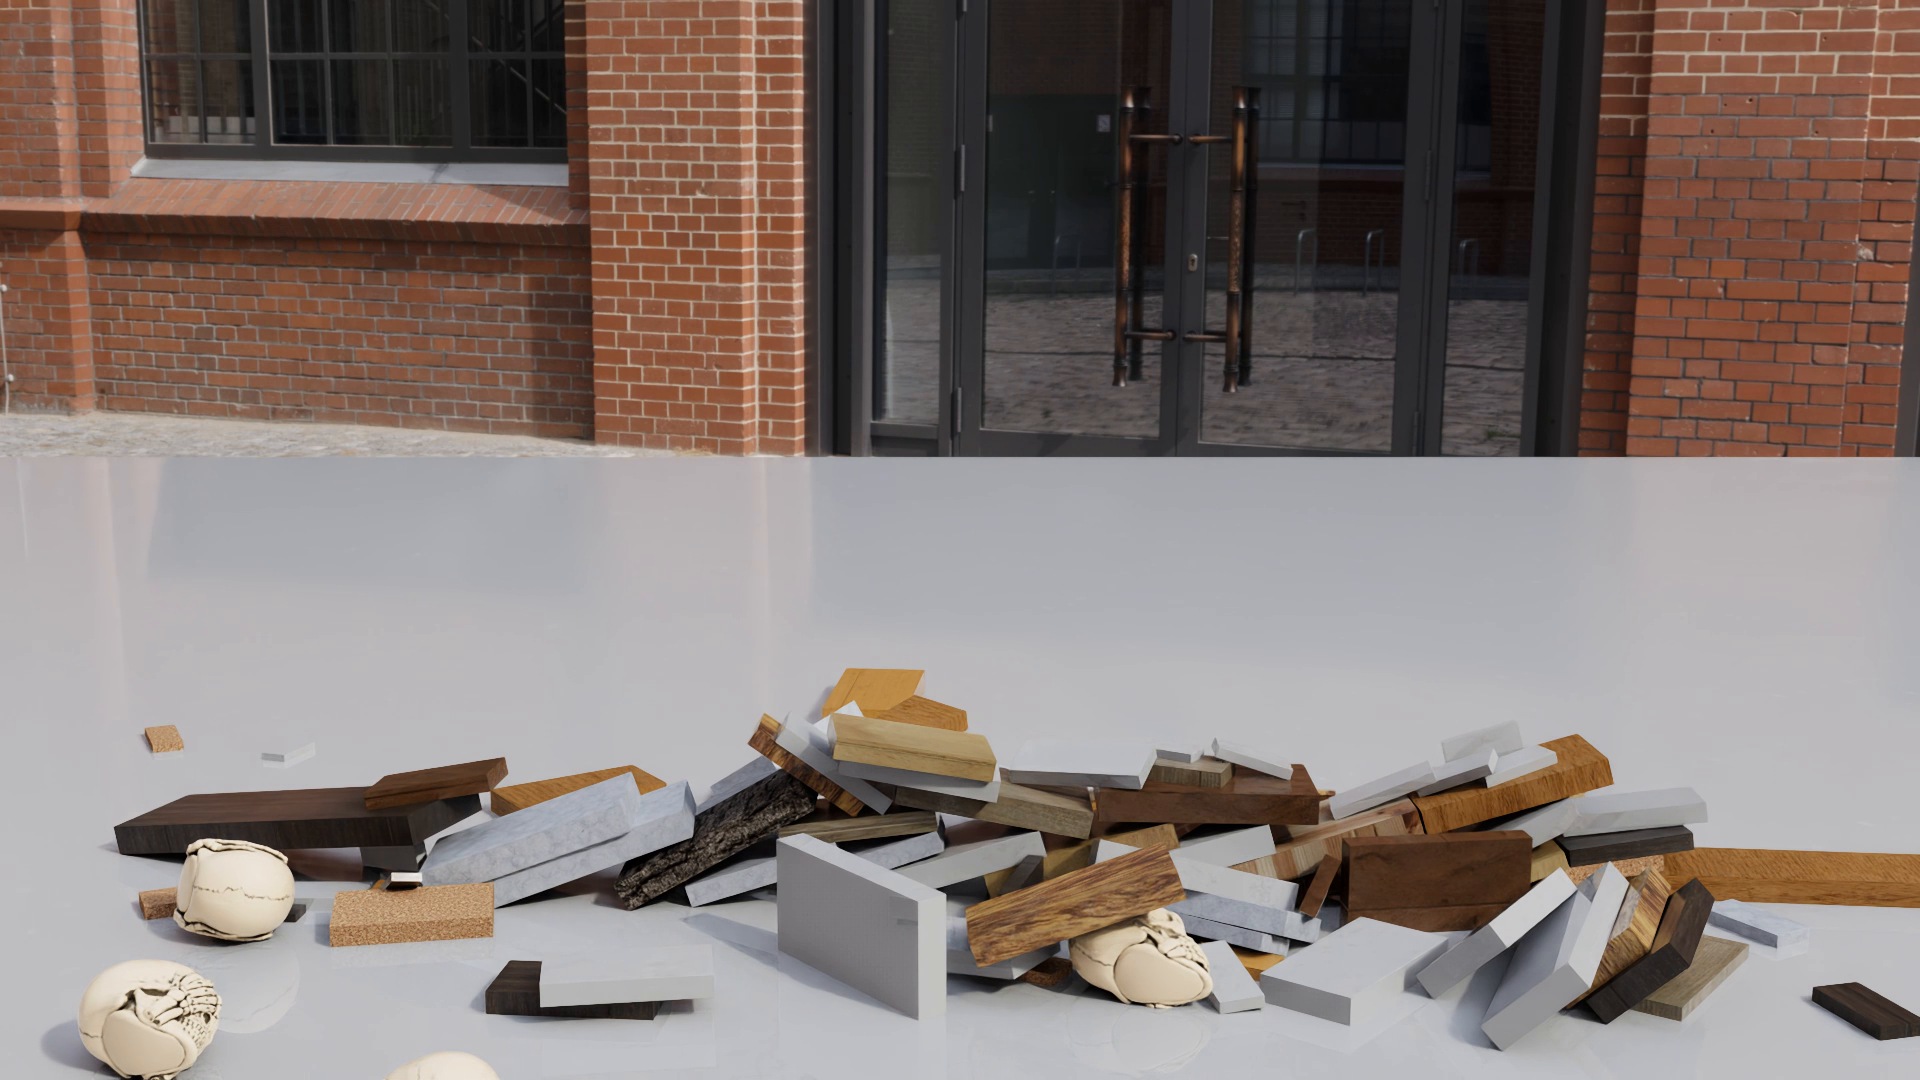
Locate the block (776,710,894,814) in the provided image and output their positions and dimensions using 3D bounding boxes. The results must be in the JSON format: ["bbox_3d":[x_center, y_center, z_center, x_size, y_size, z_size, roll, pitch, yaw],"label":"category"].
[{"bbox_3d":[-0.203,0.365,3.608,0.212,0.030,0.106,35,9,-6],"label":"block"}]

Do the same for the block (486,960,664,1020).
[{"bbox_3d":[-0.555,0.657,3.214,0.245,0.035,0.122,1,11,5],"label":"block"}]

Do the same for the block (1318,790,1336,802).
[{"bbox_3d":[0.550,0.479,3.796,0.191,0.095,0.027,1,11,7],"label":"block"}]

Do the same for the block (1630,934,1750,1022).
[{"bbox_3d":[1.092,0.651,3.283,0.075,0.021,0.310,8,13,36],"label":"block"}]

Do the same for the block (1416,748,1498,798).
[{"bbox_3d":[0.817,0.383,3.619,0.130,0.018,0.065,-23,9,28],"label":"block"}]

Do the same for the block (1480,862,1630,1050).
[{"bbox_3d":[0.876,0.601,3.218,0.158,0.045,0.460,-44,-9,24],"label":"block"}]

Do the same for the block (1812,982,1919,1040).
[{"bbox_3d":[1.302,0.675,3.154,0.075,0.021,0.150,-3,11,-15],"label":"block"}]

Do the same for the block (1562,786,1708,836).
[{"bbox_3d":[1.124,0.456,3.701,0.234,0.033,0.117,-7,6,7],"label":"block"}]

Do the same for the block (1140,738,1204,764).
[{"bbox_3d":[0.348,0.351,3.673,0.107,0.015,0.054,7,12,29],"label":"block"}]

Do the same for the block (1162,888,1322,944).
[{"bbox_3d":[0.414,0.582,3.461,0.273,0.039,0.136,7,-10,33],"label":"block"}]

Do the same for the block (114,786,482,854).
[{"bbox_3d":[-1.147,0.480,3.789,0.671,0.051,0.179,-6,10,27],"label":"block"}]

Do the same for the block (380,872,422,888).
[{"bbox_3d":[-0.905,0.557,3.558,0.048,0.014,0.095,5,-25,-25],"label":"block"}]

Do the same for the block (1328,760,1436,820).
[{"bbox_3d":[0.699,0.414,3.643,0.177,0.018,0.065,-23,9,11],"label":"block"}]

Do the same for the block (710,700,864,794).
[{"bbox_3d":[-0.333,0.413,4.313,0.143,0.041,0.410,-32,-2,23],"label":"block"}]

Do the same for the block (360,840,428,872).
[{"bbox_3d":[-0.972,0.520,3.759,0.159,0.080,0.023,-3,12,40],"label":"block"}]

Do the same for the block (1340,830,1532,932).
[{"bbox_3d":[0.757,0.546,3.499,0.299,0.149,0.042,-1,11,-8],"label":"block"}]

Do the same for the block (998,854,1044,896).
[{"bbox_3d":[0.097,0.576,3.479,0.028,0.097,0.194,3,11,15],"label":"block"}]

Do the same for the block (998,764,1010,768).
[{"bbox_3d":[-0.089,0.429,4.215,0.397,0.027,0.096,10,28,35],"label":"block"}]

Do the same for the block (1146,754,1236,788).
[{"bbox_3d":[0.355,0.377,3.652,0.186,0.026,0.093,5,11,21],"label":"block"}]

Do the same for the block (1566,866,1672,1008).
[{"bbox_3d":[0.974,0.590,3.288,0.151,0.043,0.302,-44,-9,23],"label":"block"}]

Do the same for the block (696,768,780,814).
[{"bbox_3d":[-0.405,0.477,3.916,0.146,0.041,0.292,-18,5,39],"label":"block"}]

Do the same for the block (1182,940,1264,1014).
[{"bbox_3d":[0.388,0.645,3.254,0.068,0.019,0.178,-7,18,-10],"label":"block"}]

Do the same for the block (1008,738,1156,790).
[{"bbox_3d":[0.202,0.368,3.623,0.226,0.026,0.093,0,29,23],"label":"block"}]

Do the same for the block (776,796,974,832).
[{"bbox_3d":[-0.115,0.496,3.858,0.433,0.035,0.122,3,11,16],"label":"block"}]

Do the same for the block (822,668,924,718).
[{"bbox_3d":[-0.186,0.350,4.822,0.179,0.051,0.357,1,11,5],"label":"block"}]

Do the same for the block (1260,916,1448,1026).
[{"bbox_3d":[0.591,0.640,3.284,0.149,0.042,0.304,8,13,38],"label":"block"}]

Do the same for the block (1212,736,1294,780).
[{"bbox_3d":[0.486,0.363,3.657,0.130,0.018,0.065,18,10,-3],"label":"block"}]

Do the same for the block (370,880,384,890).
[{"bbox_3d":[-0.948,0.587,3.599,0.048,0.014,0.095,5,21,9],"label":"block"}]

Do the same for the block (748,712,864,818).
[{"bbox_3d":[-0.248,0.369,3.613,0.212,0.030,0.106,35,9,-5],"label":"block"}]

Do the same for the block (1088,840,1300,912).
[{"bbox_3d":[0.366,0.532,3.487,0.316,0.045,0.158,13,-8,1],"label":"block"}]

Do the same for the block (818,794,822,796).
[{"bbox_3d":[-0.221,0.457,4.126,0.293,0.041,0.146,-6,6,32],"label":"block"}]

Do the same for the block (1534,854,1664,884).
[{"bbox_3d":[1.049,0.536,3.657,0.207,0.029,0.103,-8,10,-4],"label":"block"}]

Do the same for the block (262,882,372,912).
[{"bbox_3d":[-1.058,0.587,3.623,0.159,0.023,0.080,0,11,0],"label":"block"}]

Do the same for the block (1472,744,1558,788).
[{"bbox_3d":[0.909,0.372,3.621,0.130,0.018,0.065,-18,10,-11],"label":"block"}]

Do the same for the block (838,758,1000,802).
[{"bbox_3d":[-0.067,0.366,3.566,0.258,0.037,0.129,11,11,-4],"label":"block"}]

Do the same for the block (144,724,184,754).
[{"bbox_3d":[-1.656,0.413,4.574,0.060,0.017,0.148,-5,12,-25],"label":"block"}]

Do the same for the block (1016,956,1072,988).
[{"bbox_3d":[0.094,0.644,3.328,0.136,0.019,0.068,6,12,29],"label":"block"}]

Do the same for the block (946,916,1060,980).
[{"bbox_3d":[0.008,0.615,3.336,0.258,0.037,0.129,-1,9,36],"label":"block"}]

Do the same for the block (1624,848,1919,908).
[{"bbox_3d":[1.454,0.566,3.683,0.765,0.043,0.151,1,11,6],"label":"block"}]
